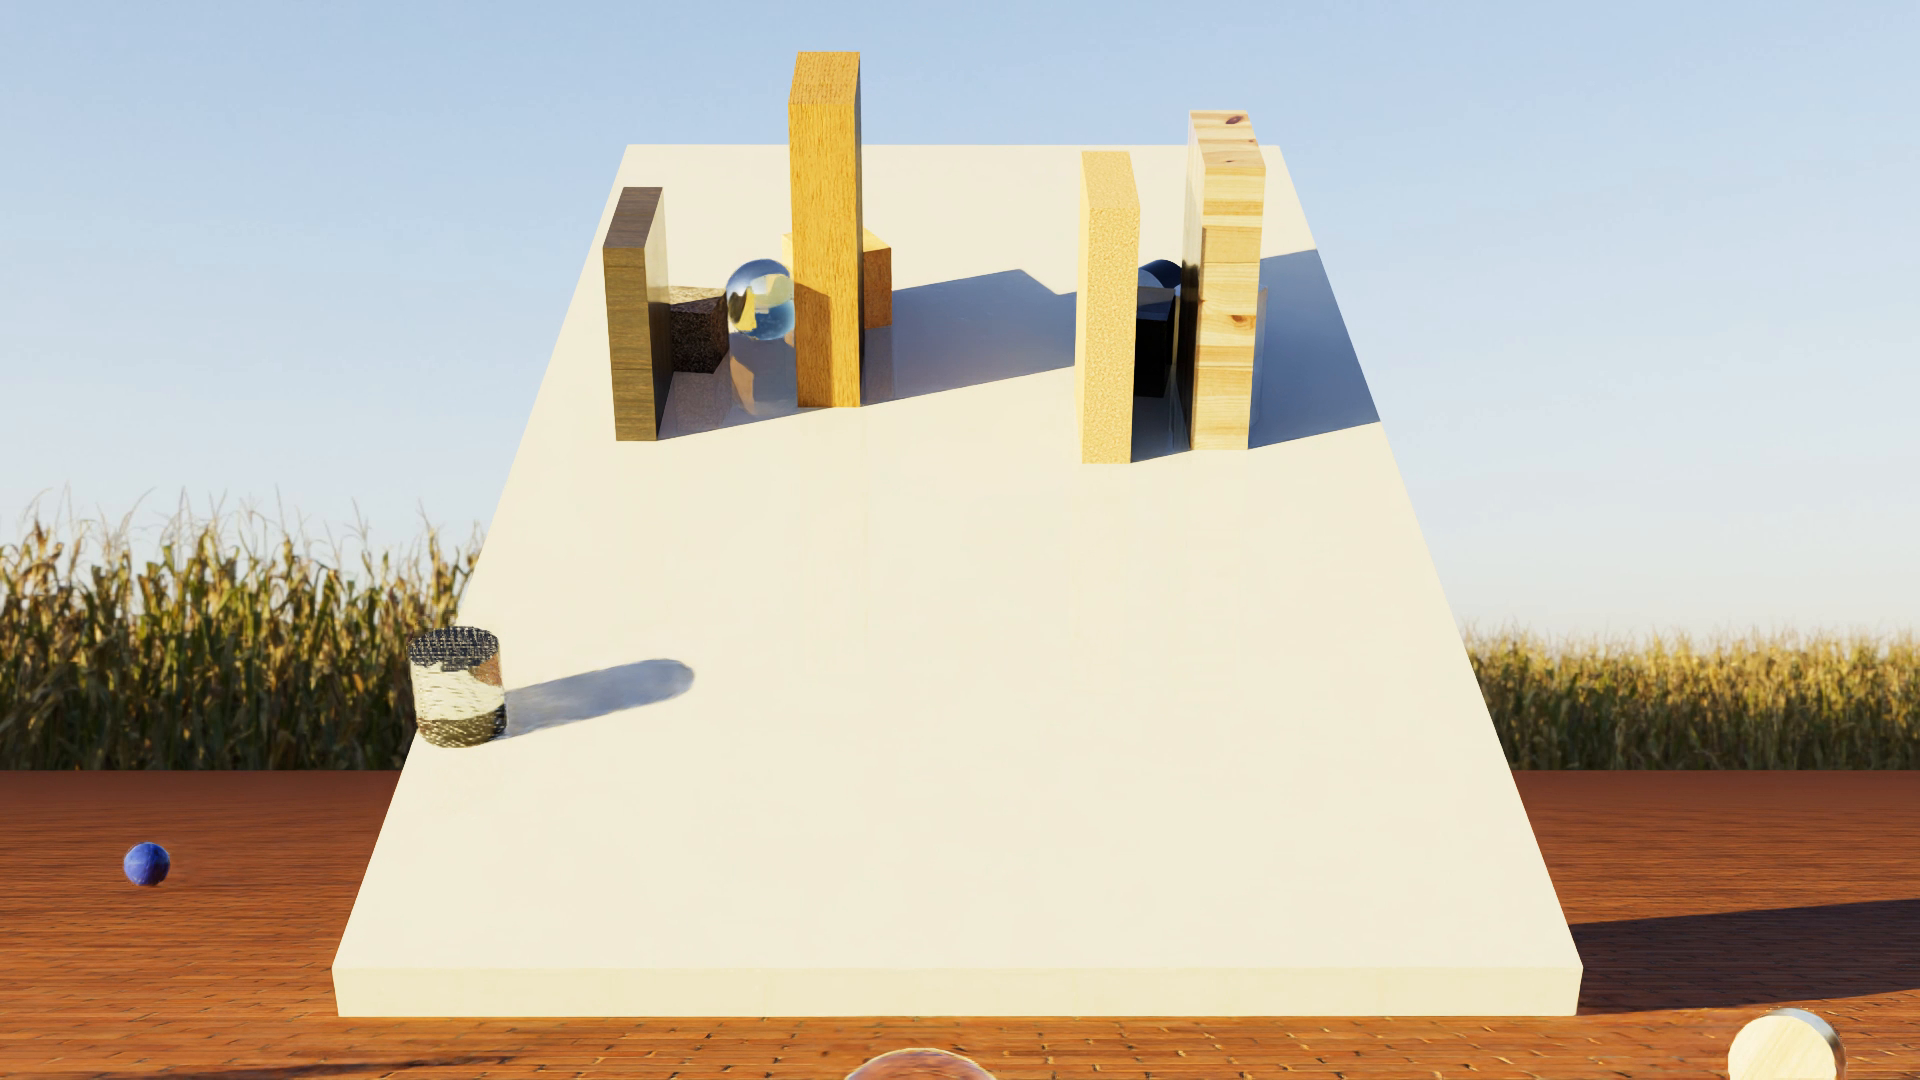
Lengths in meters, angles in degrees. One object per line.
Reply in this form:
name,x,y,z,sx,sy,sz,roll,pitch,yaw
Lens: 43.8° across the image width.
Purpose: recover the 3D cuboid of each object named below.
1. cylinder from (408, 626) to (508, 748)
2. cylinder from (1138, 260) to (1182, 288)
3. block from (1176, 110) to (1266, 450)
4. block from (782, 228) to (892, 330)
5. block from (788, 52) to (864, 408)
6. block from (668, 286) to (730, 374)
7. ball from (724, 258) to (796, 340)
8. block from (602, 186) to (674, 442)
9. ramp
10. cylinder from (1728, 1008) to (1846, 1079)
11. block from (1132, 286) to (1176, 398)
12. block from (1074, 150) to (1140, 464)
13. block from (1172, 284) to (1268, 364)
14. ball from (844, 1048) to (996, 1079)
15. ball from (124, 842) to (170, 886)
cylinder,-0.925,0.271,4.408,0.164,0.164,0.164,0,28,0
cylinder,0.461,-0.585,5.978,0.190,0.190,0.190,-6,16,47
block,0.593,-0.598,5.487,0.131,0.679,0.391,0,28,0
block,-0.314,-0.665,6.101,0.210,0.210,0.210,-14,31,-24
block,-0.311,-0.737,5.673,0.147,0.743,0.403,0,28,0
block,-0.667,-0.519,5.881,0.159,0.159,0.159,5,29,8
ball,-0.489,-0.601,5.974,0.206,0.206,0.206,0,-5,0
block,-0.746,-0.529,5.567,0.093,0.475,0.393,0,28,0
ramp,-0.012,-0.221,5.605,2.000,0.100,4.000,0,28,0
cylinder,0.960,0.607,2.775,0.117,0.117,0.117,-3,-7,25
block,0.406,-0.483,5.778,0.201,0.201,0.201,5,29,9
block,0.331,-0.530,5.430,0.109,0.611,0.372,0,28,0
block,0.629,-0.532,5.889,0.182,0.182,0.182,18,33,30
ball,-0.032,0.501,1.933,0.177,0.177,0.177,0,-5,0
ball,-2.704,1.080,7.955,0.147,0.147,0.147,0,-5,0
